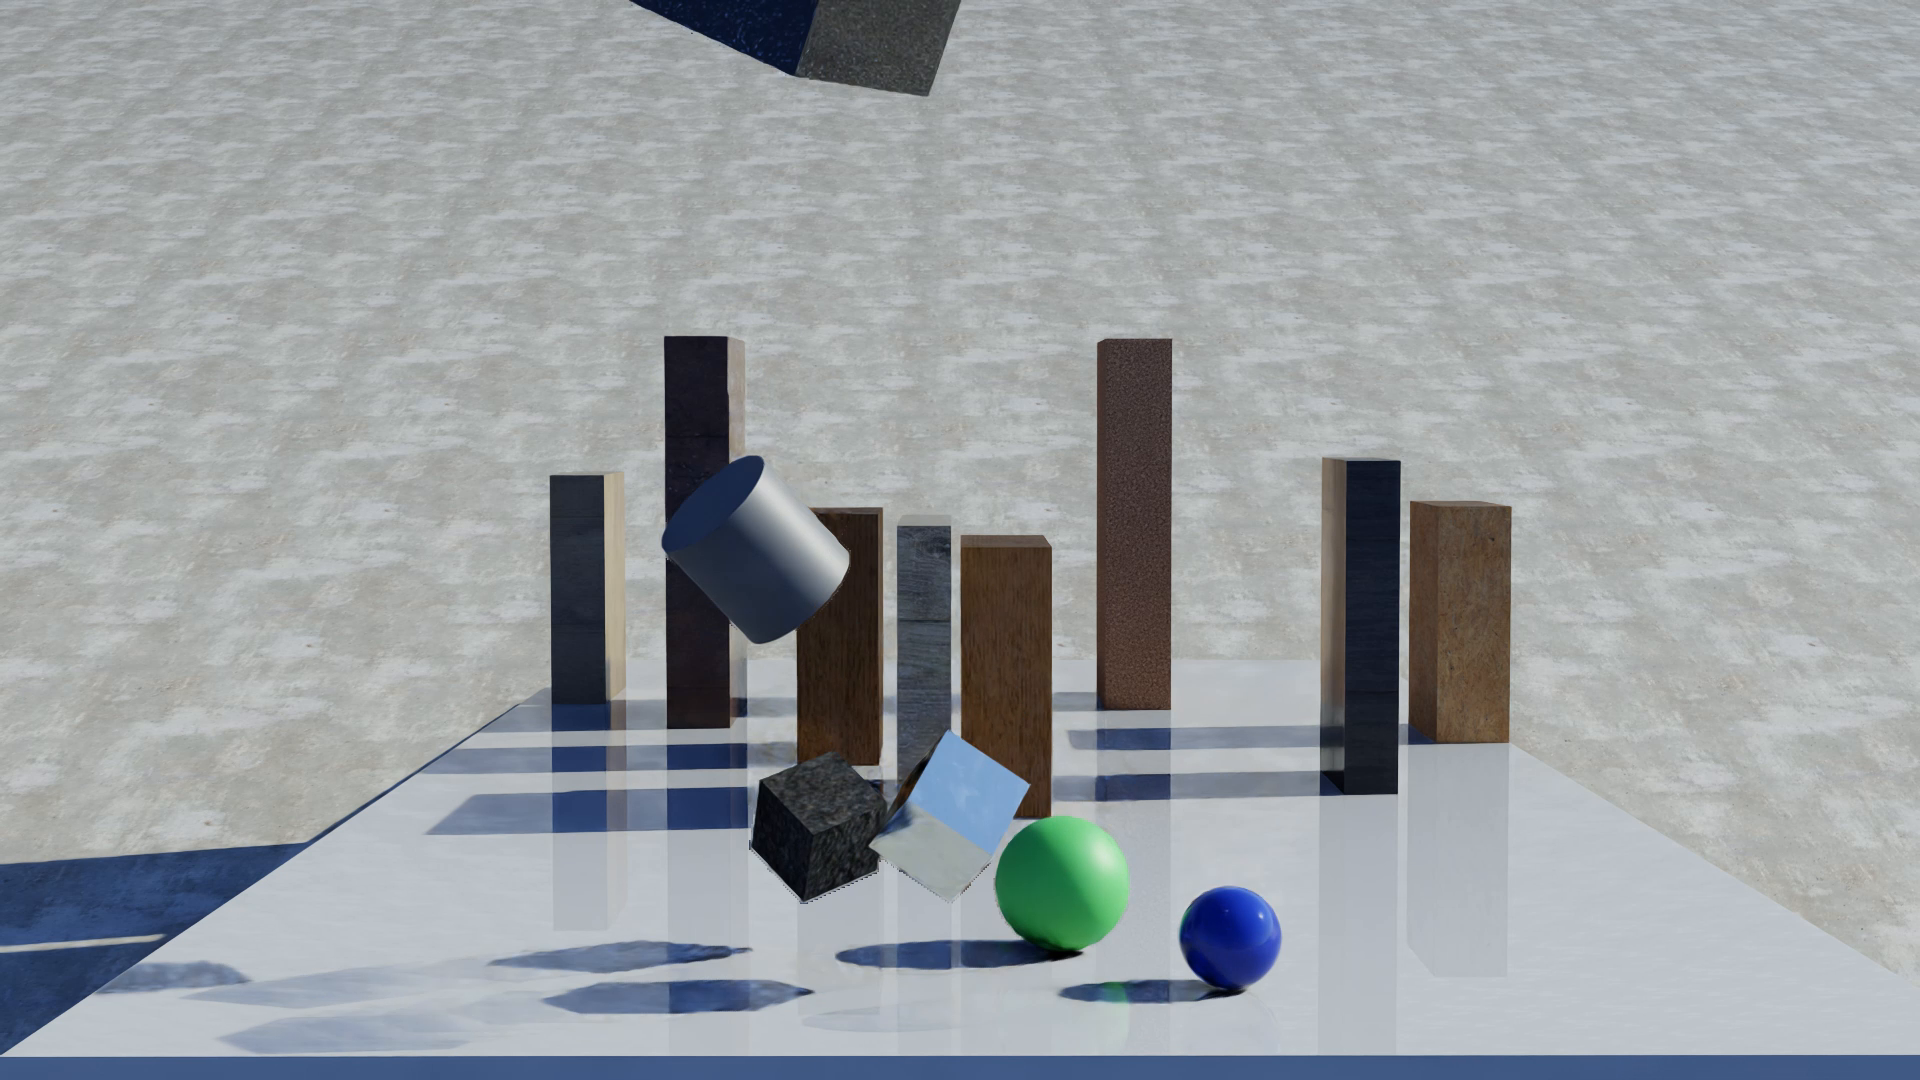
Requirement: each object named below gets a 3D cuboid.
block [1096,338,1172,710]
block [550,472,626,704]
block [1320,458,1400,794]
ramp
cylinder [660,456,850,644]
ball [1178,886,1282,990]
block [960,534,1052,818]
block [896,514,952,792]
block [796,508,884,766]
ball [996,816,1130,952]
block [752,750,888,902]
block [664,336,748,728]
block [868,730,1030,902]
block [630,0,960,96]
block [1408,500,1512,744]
[{"bbox_3d":[0.377,-0.041,5.598,0.139,0.784,0.350,0,3,0],"label":"block"},{"bbox_3d":[-0.825,0.099,5.716,0.117,0.495,0.340,0,3,0],"label":"block"},{"bbox_3d":[0.679,0.138,4.376,0.089,0.551,0.283,0,3,0],"label":"block"},{"bbox_3d":[0.050,0.456,4.533,2.000,0.100,4.000,0,3,0],"label":"ramp"},{"bbox_3d":[-0.235,0.011,2.955,0.154,0.154,0.154,-34,24,17],"label":"cylinder"},{"bbox_3d":[0.297,0.436,2.822,0.113,0.113,0.113,0,22,0],"label":"ball"},{"bbox_3d":[0.072,0.212,4.186,0.141,0.422,0.392,0,3,0],"label":"block"},{"bbox_3d":[-0.055,0.197,4.144,0.083,0.458,0.409,0,3,0],"label":"block"},{"bbox_3d":[-0.219,0.170,4.746,0.146,0.450,0.331,0,3,0],"label":"block"},{"bbox_3d":[0.121,0.404,3.020,0.159,0.159,0.159,0,22,0],"label":"ball"},{"bbox_3d":[-0.166,0.335,3.019,0.107,0.107,0.107,-20,45,-35],"label":"block"},{"bbox_3d":[-0.523,-0.025,5.328,0.126,0.781,0.431,0,3,0],"label":"block"},{"bbox_3d":[-0.012,0.302,2.823,0.110,0.110,0.110,34,47,-3],"label":"block"},{"bbox_3d":[-0.126,-0.517,2.202,0.199,0.199,0.199,29,18,28],"label":"block"},{"bbox_3d":[0.977,0.154,5.043,0.138,0.451,0.310,0,3,0],"label":"block"}]
